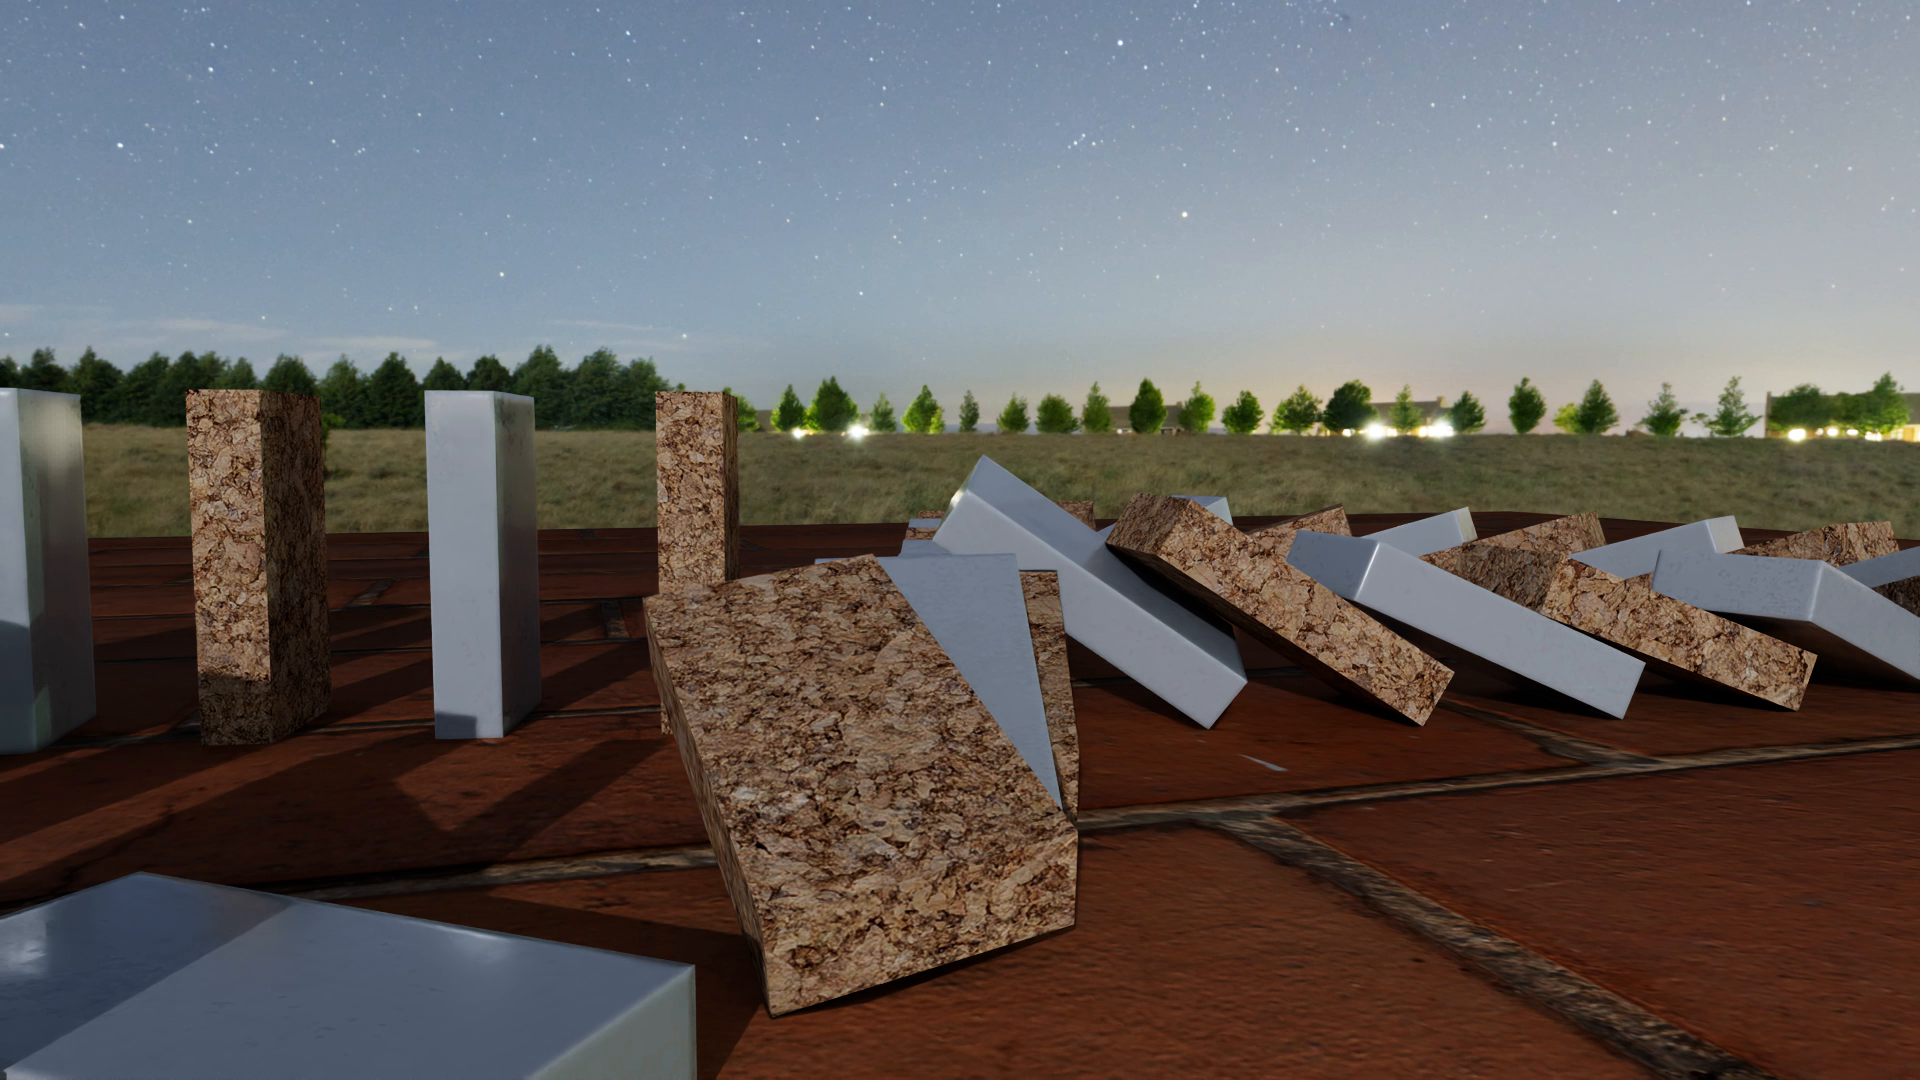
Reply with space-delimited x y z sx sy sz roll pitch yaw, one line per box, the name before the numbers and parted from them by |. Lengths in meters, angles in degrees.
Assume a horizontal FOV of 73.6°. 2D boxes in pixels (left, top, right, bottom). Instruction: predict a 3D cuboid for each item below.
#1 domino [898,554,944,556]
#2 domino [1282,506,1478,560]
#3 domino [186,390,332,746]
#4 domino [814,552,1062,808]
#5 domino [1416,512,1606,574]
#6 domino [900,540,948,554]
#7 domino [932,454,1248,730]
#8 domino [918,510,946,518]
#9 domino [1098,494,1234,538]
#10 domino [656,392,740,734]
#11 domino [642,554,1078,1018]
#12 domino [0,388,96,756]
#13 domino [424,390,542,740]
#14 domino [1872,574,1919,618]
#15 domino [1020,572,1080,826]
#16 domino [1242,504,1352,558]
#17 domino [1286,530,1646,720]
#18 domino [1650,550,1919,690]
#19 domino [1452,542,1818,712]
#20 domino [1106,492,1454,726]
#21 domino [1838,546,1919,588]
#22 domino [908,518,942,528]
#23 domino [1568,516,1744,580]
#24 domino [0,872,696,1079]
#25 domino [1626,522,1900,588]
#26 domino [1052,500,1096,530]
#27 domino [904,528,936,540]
domino | 0.002 0.016 0.197 0.025 0.010 0.050 0 21 1
domino | 0.120 0.003 0.368 0.050 0.010 0.025 -18 -5 29
domino | -0.104 0.003 0.192 0.010 0.050 0.025 -1 4 -8
domino | -0.004 0.018 0.140 0.025 0.009 0.050 -2 27 -2
domino | 0.145 0.004 0.348 0.050 0.010 0.025 -20 -9 38
domino | 0.001 0.014 0.229 0.025 0.010 0.050 0 21 2
domino | 0.020 0.007 0.200 0.050 0.009 0.025 34 17 -4
domino | 0.000 0.006 0.325 0.025 0.009 0.050 0 22 3
domino | 0.058 0.000 0.399 0.050 0.009 0.025 -25 16 -27
domino | -0.040 0.003 0.199 0.010 0.050 0.025 0 4 -5
domino | -0.012 0.018 0.118 0.025 0.009 0.050 -11 29 -19
domino | -0.136 0.004 0.185 0.010 0.050 0.025 -1 5 -18
domino | -0.072 0.003 0.196 0.010 0.050 0.025 0 4 -6
domino | 0.179 0.014 0.234 0.025 0.010 0.050 0 -12 4
domino | 0.001 0.018 0.165 0.025 0.009 0.050 0 22 1
domino | 0.091 0.001 0.384 0.050 0.009 0.025 -18 -1 17
domino | 0.079 0.013 0.205 0.050 0.009 0.025 23 -1 -13
domino | 0.142 0.014 0.216 0.050 0.009 0.025 19 -6 -31
domino | 0.109 0.014 0.211 0.050 0.009 0.025 19 0 -13
domino | 0.049 0.010 0.201 0.050 0.010 0.025 32 -2 -12
domino | 0.192 0.010 0.267 0.025 0.009 0.050 -2 -15 -22
domino | -0.001 0.009 0.293 0.025 0.009 0.050 0 22 2
domino | 0.167 0.006 0.325 0.025 0.010 0.050 -4 -12 -46
domino | -0.045 0.032 0.079 0.050 0.009 0.025 2 5 21
domino | 0.182 0.008 0.295 0.025 0.009 0.050 -2 -15 -32
domino | 0.022 0.001 0.386 0.025 0.009 0.050 2 23 20
domino | 0.000 0.011 0.261 0.025 0.010 0.050 0 22 2
